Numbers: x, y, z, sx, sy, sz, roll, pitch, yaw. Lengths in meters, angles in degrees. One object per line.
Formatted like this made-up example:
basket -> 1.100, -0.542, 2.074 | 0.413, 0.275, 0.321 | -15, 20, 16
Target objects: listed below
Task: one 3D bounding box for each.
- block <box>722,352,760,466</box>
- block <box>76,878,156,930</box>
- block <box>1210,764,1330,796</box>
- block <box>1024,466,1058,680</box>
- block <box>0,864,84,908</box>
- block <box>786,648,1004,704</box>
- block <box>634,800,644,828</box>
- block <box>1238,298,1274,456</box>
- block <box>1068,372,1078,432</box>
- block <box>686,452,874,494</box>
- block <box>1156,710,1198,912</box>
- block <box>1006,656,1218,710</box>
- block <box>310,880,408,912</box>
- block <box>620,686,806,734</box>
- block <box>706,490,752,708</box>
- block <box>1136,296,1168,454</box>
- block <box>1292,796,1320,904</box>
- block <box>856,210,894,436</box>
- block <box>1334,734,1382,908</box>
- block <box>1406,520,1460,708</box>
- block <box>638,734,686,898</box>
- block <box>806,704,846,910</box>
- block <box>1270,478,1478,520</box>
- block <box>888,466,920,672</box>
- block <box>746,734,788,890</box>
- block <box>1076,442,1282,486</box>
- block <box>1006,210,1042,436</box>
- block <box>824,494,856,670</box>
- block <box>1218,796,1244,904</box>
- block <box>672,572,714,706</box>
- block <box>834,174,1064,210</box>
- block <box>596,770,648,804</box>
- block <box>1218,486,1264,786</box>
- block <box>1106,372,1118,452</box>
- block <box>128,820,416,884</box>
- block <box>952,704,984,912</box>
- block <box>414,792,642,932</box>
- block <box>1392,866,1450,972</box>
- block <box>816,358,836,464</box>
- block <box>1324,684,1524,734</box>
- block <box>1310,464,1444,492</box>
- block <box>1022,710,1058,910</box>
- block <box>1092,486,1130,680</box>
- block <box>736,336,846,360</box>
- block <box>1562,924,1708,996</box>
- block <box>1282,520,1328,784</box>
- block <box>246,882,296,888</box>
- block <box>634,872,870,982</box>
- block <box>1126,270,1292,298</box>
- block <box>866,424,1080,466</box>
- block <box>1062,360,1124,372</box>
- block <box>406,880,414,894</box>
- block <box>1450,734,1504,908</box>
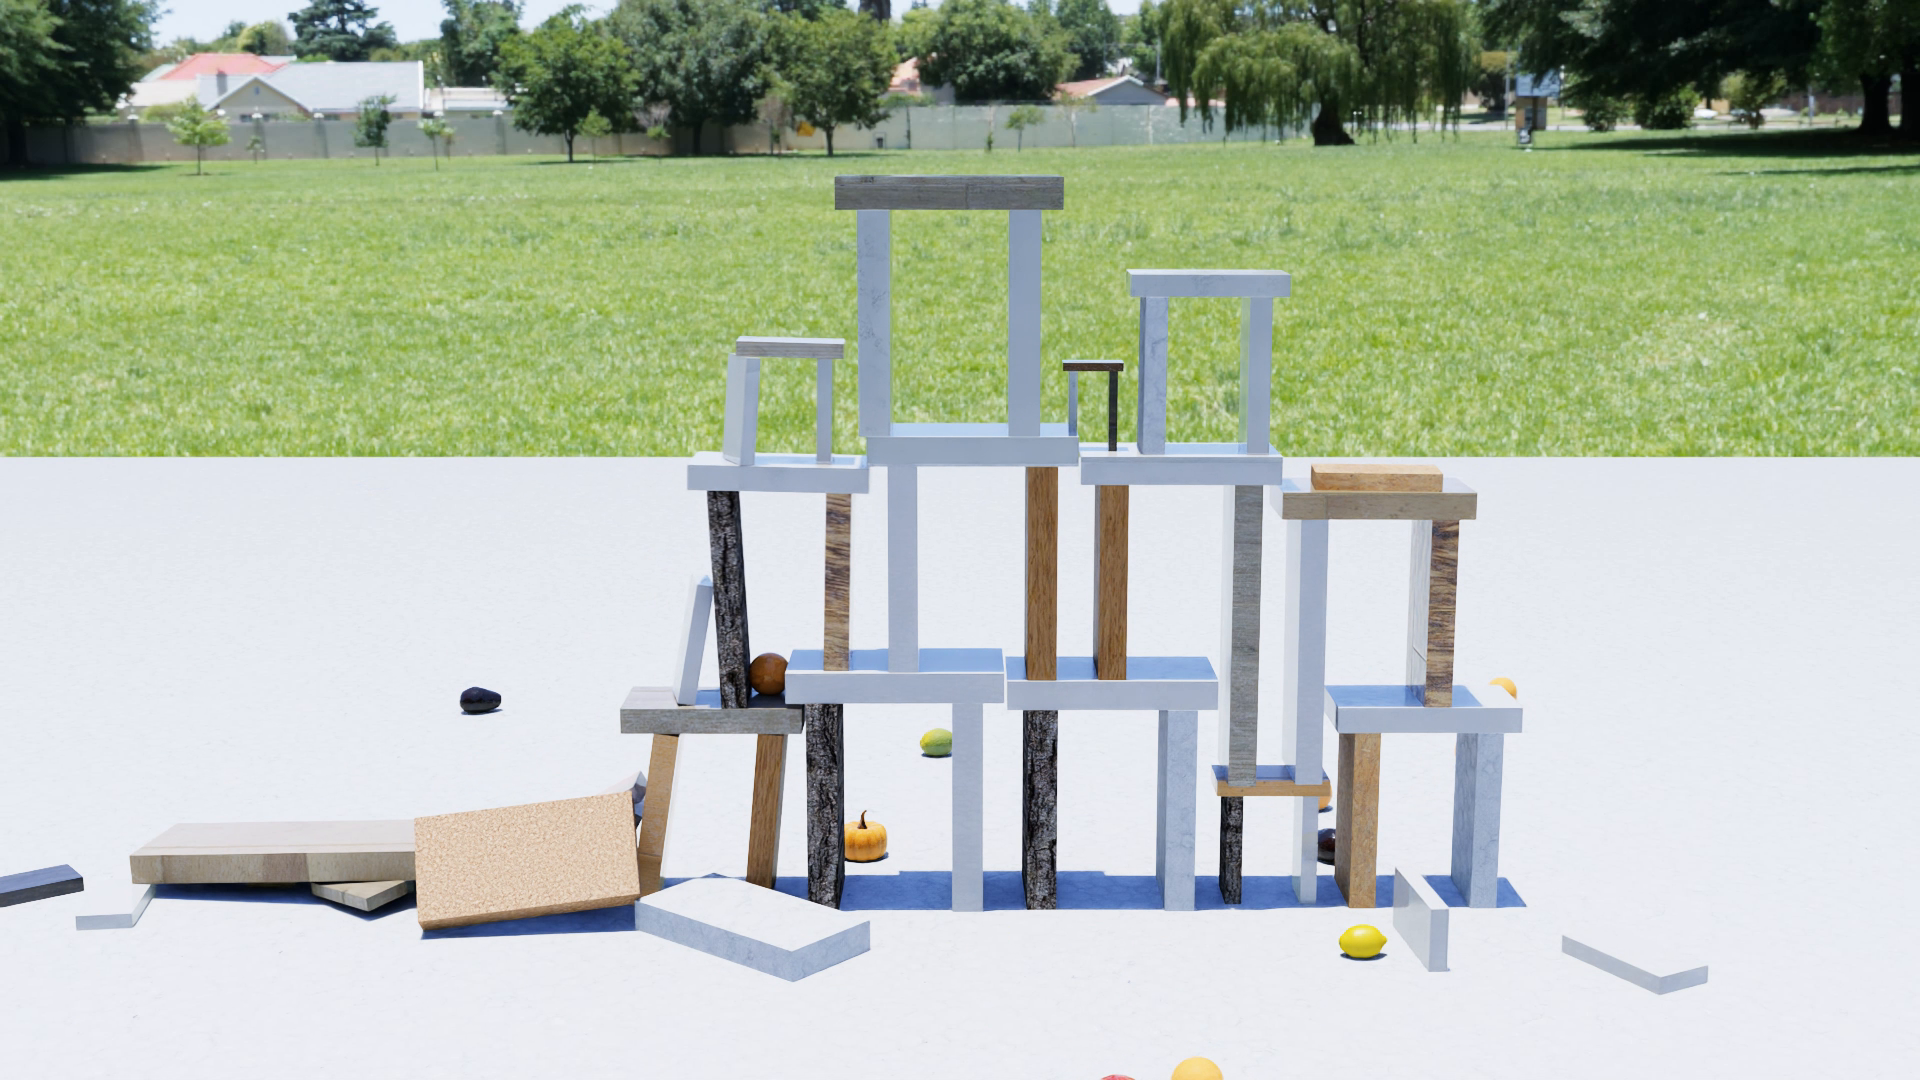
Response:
block -> -0.347, -0.208, 3.489 | 0.024, 0.169, 0.085 | 0, 10, -26
block -> -1.375, 0.593, 3.587 | 0.086, 0.024, 0.173 | -1, 11, -8
block -> 0.511, 0.397, 3.628 | 0.185, 0.026, 0.092 | 0, 11, 0
block -> 0.131, 0.040, 3.567 | 0.047, 0.346, 0.167 | 0, 11, 0
block -> -1.561, 0.579, 3.661 | 0.173, 0.024, 0.086 | -8, 13, -37
block -> -0.104, 0.221, 3.600 | 0.350, 0.050, 0.175 | 0, 11, 0
block -> -0.568, 0.513, 3.654 | 0.023, 0.165, 0.082 | 27, 9, -5
block -> 0.471, -0.268, 3.510 | 0.035, 0.248, 0.124 | 0, 11, 1
block -> 0.180, -0.225, 3.520 | 0.014, 0.096, 0.048 | 0, 11, 0
block -> -0.286, -0.109, 3.539 | 0.288, 0.041, 0.144 | 1, 11, 0
block -> 0.358, 0.424, 3.637 | 0.048, 0.338, 0.169 | 0, 11, 0
block -> 0.245, 0.234, 3.603 | 0.338, 0.048, 0.169 | 0, 11, 0
block -> -0.987, 0.571, 3.608 | 0.154, 0.022, 0.077 | 5, 19, 39
block -> -0.401, 0.279, 3.613 | 0.292, 0.041, 0.146 | 0, 11, 0
block -> -0.374, 0.084, 3.577 | 0.041, 0.354, 0.144 | -3, 11, -1
block -> 0.307, -0.268, 3.510 | 0.035, 0.248, 0.124 | 0, 11, 0
block -> 0.573, 0.500, 3.648 | 0.026, 0.184, 0.092 | 0, 11, 0
block -> -0.134, -0.351, 3.499 | 0.050, 0.352, 0.176 | 0, 11, 0
block -> 0.658, 0.444, 3.644 | 0.042, 0.297, 0.149 | 0, 11, 0
block -> 0.769, 0.105, 3.584 | 0.043, 0.307, 0.153 | 0, 11, 0
block -> -0.498, 0.444, 3.645 | 0.041, 0.293, 0.146 | 8, 10, -3
block -> -0.222, 0.419, 3.634 | 0.050, 0.350, 0.175 | 0, 11, 1
block -> 0.664, -0.067, 3.551 | 0.307, 0.043, 0.153 | 0, 11, 0
block -> -0.091, 0.033, 3.565 | 0.047, 0.333, 0.166 | 0, 11, 0
block -> -0.319, 0.444, 3.645 | 0.041, 0.293, 0.146 | 5, 10, -1
block -> 0.349, -0.123, 3.534 | 0.317, 0.045, 0.158 | 0, 11, 0
block -> 0.100, -0.351, 3.499 | 0.050, 0.352, 0.176 | 0, 11, 0
block -> -0.195, 0.055, 3.570 | 0.041, 0.288, 0.144 | 1, 11, 0
block -> 0.450, 0.500, 3.648 | 0.026, 0.185, 0.092 | 0, 11, 0
block -> -0.436, 0.161, 3.589 | 0.028, 0.198, 0.099 | 8, 8, -14
block -> -0.017, -0.548, 3.463 | 0.352, 0.050, 0.176 | 0, 11, 0
block -> -0.681, 0.491, 3.677 | 0.344, 0.028, 0.099 | -29, 9, 4
block -> 0.456, 0.142, 3.581 | 0.045, 0.493, 0.158 | 0, 11, 0
block -> 0.244, -0.209, 3.522 | 0.014, 0.128, 0.048 | 0, 11, 1
block -> -1.107, 0.522, 3.693 | 0.516, 0.049, 0.174 | -2, 10, 7
block -> 0.012, 0.418, 3.637 | 0.050, 0.350, 0.175 | 0, 11, 0
block -> -0.693, 0.514, 3.530 | 0.347, 0.174, 0.049 | -7, -27, -5
block -> 0.715, 0.586, 3.416 | 0.028, 0.100, 0.200 | -1, 11, -4
block -> -0.214, -0.210, 3.520 | 0.024, 0.169, 0.085 | 1, 10, 0
block -> 0.757, 0.277, 3.613 | 0.297, 0.042, 0.149 | 0, 11, 0
block -> 0.668, -0.101, 3.534 | 0.200, 0.028, 0.100 | 1, 11, 5
block -> 0.132, 0.422, 3.644 | 0.048, 0.338, 0.169 | 0, 11, -1
block -> 0.244, 0.055, 3.569 | 0.045, 0.317, 0.158 | 0, 11, 0
block -> -0.268, -0.306, 3.498 | 0.169, 0.024, 0.085 | 1, 10, -2
block -> 1.024, 0.636, 3.344 | 0.100, 0.028, 0.200 | -6, 12, -29
block -> 0.563, 0.168, 3.595 | 0.043, 0.435, 0.153 | 0, 11, 0
block -> -1.160, 0.559, 3.775 | 0.077, 0.022, 0.154 | 0, 11, 2
block -> -0.328, 0.604, 3.456 | 0.347, 0.049, 0.174 | 9, 14, 39
block -> 0.391, -0.407, 3.484 | 0.248, 0.035, 0.124 | 0, 11, 1
block -> 0.020, -0.154, 3.530 | 0.333, 0.047, 0.167 | 0, 11, 0
block -> 0.212, -0.278, 3.509 | 0.096, 0.014, 0.048 | 0, 11, 1
block -> -0.984, 0.569, 3.720 | 0.077, 0.022, 0.154 | -6, 12, -30
block -> 0.856, 0.444, 3.644 | 0.042, 0.297, 0.148 | 0, 11, 0
